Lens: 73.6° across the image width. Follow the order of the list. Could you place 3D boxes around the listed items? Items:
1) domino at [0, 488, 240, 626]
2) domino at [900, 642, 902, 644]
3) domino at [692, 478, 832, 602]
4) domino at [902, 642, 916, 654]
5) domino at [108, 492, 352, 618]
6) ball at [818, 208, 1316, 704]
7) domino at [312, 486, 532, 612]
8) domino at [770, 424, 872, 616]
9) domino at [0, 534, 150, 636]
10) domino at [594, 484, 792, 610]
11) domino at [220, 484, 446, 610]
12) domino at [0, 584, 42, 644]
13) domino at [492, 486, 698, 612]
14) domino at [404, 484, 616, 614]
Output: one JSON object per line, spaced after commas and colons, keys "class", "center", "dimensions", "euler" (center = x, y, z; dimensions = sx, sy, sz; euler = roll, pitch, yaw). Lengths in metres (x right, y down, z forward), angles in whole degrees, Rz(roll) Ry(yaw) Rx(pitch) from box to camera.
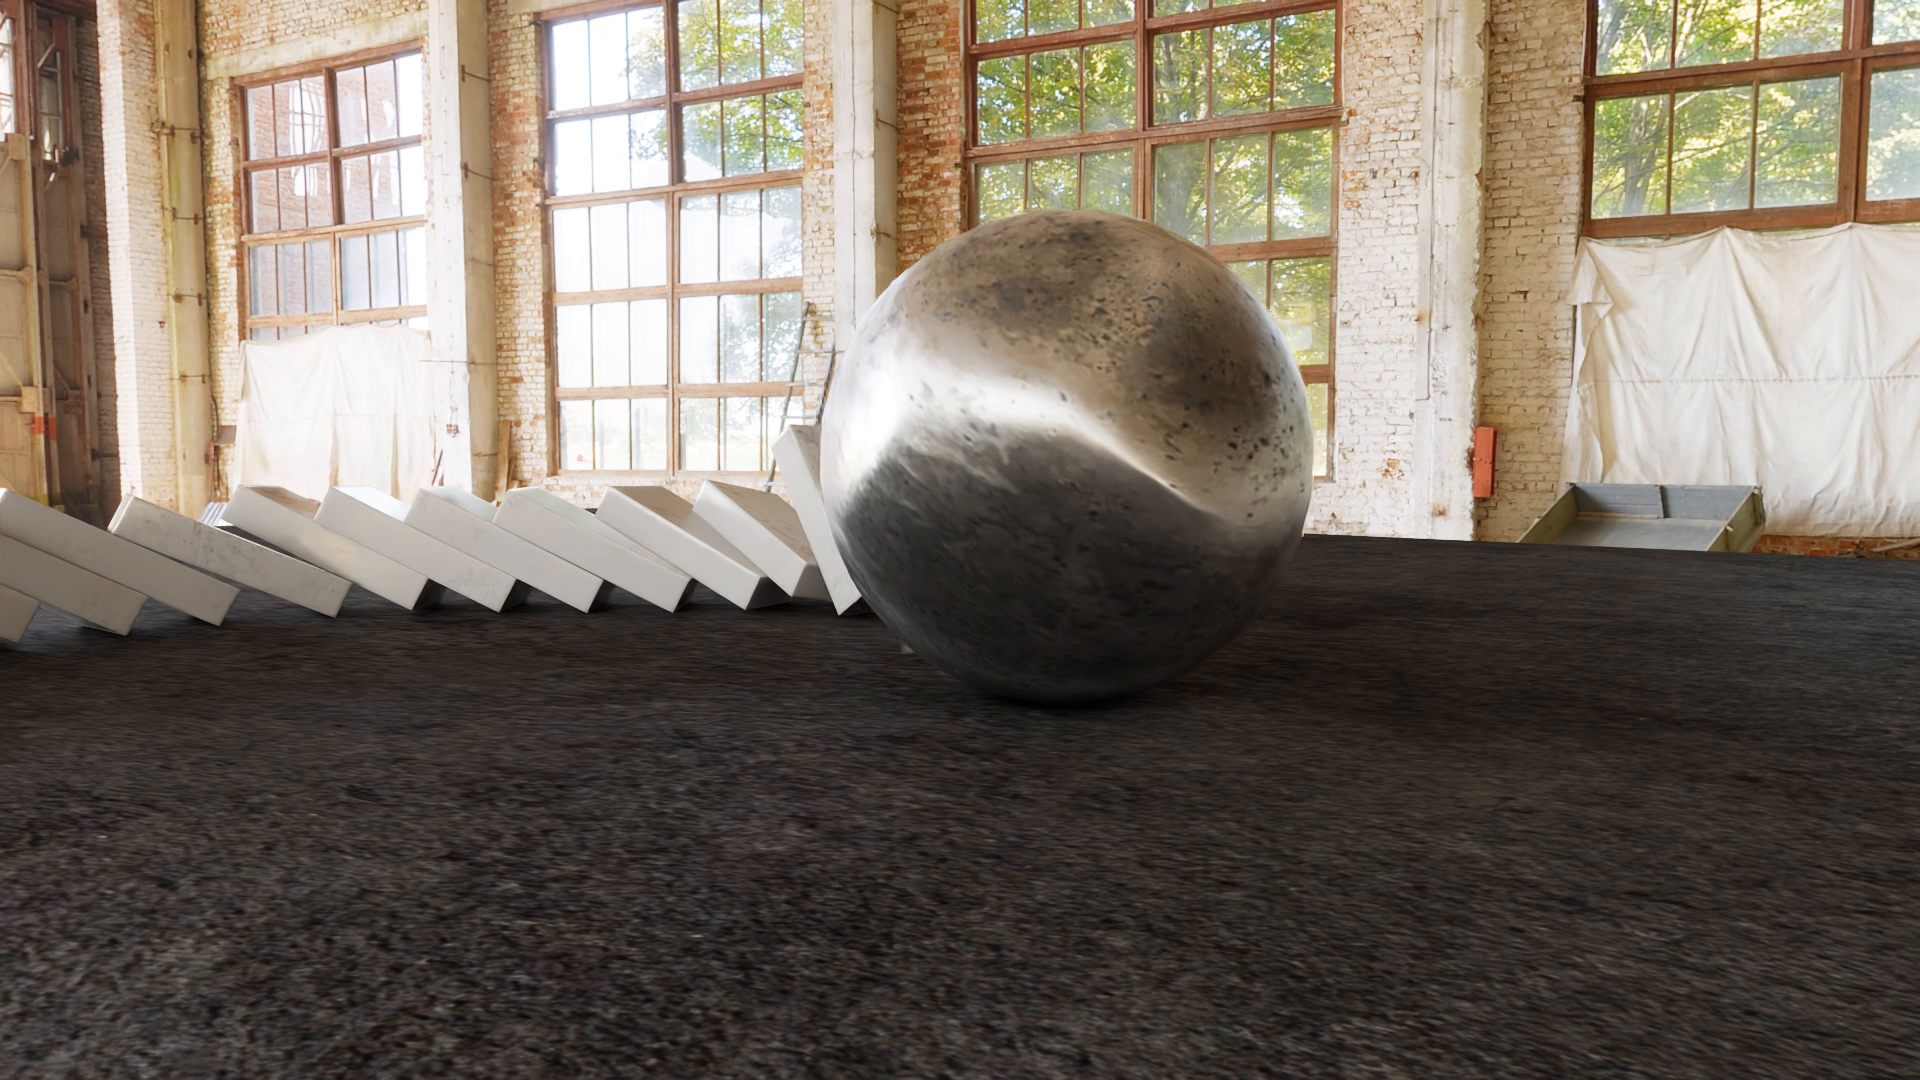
{"class": "domino", "center": [-0.195, 0.004, 0.294], "dimensions": [0.025, 0.009, 0.050], "euler": [5, -24, 47]}
{"class": "domino", "center": [-0.001, -0.001, 0.283], "dimensions": [0.025, 0.050, 0.009], "euler": [0, -36, -2]}
{"class": "domino", "center": [-0.047, 0.000, 0.341], "dimensions": [0.025, 0.009, 0.050], "euler": [12, 18, -47]}
{"class": "domino", "center": [0.000, 0.000, 0.271], "dimensions": [0.025, 0.050, 0.010], "euler": [0, -36, -2]}
{"class": "domino", "center": [-0.176, 0.004, 0.311], "dimensions": [0.050, 0.009, 0.025], "euler": [29, -13, -34]}
{"class": "ball", "center": [0.017, -0.013, 0.211], "dimensions": [0.080, 0.080, 0.080], "euler": [0, 4, 0]}
{"class": "domino", "center": [-0.136, 0.002, 0.330], "dimensions": [0.050, 0.009, 0.025], "euler": [27, 1, -5]}
{"class": "domino", "center": [-0.028, -0.006, 0.328], "dimensions": [0.025, 0.050, 0.009], "euler": [-2, -29, -47]}
{"class": "domino", "center": [-0.207, 0.005, 0.276], "dimensions": [0.025, 0.009, 0.050], "euler": [3, -25, 38]}
{"class": "domino", "center": [-0.069, 0.001, 0.340], "dimensions": [0.050, 0.009, 0.025], "euler": [29, 11, 16]}
{"class": "domino", "center": [-0.158, 0.002, 0.329], "dimensions": [0.050, 0.009, 0.025], "euler": [27, -2, -7]}
{"class": "domino", "center": [-0.216, 0.006, 0.255], "dimensions": [0.025, 0.009, 0.050], "euler": [1, -27, 28]}
{"class": "domino", "center": [-0.093, 0.002, 0.334], "dimensions": [0.050, 0.009, 0.025], "euler": [27, 3, -4]}
{"class": "domino", "center": [-0.115, 0.002, 0.332], "dimensions": [0.050, 0.009, 0.025], "euler": [27, 2, -5]}
